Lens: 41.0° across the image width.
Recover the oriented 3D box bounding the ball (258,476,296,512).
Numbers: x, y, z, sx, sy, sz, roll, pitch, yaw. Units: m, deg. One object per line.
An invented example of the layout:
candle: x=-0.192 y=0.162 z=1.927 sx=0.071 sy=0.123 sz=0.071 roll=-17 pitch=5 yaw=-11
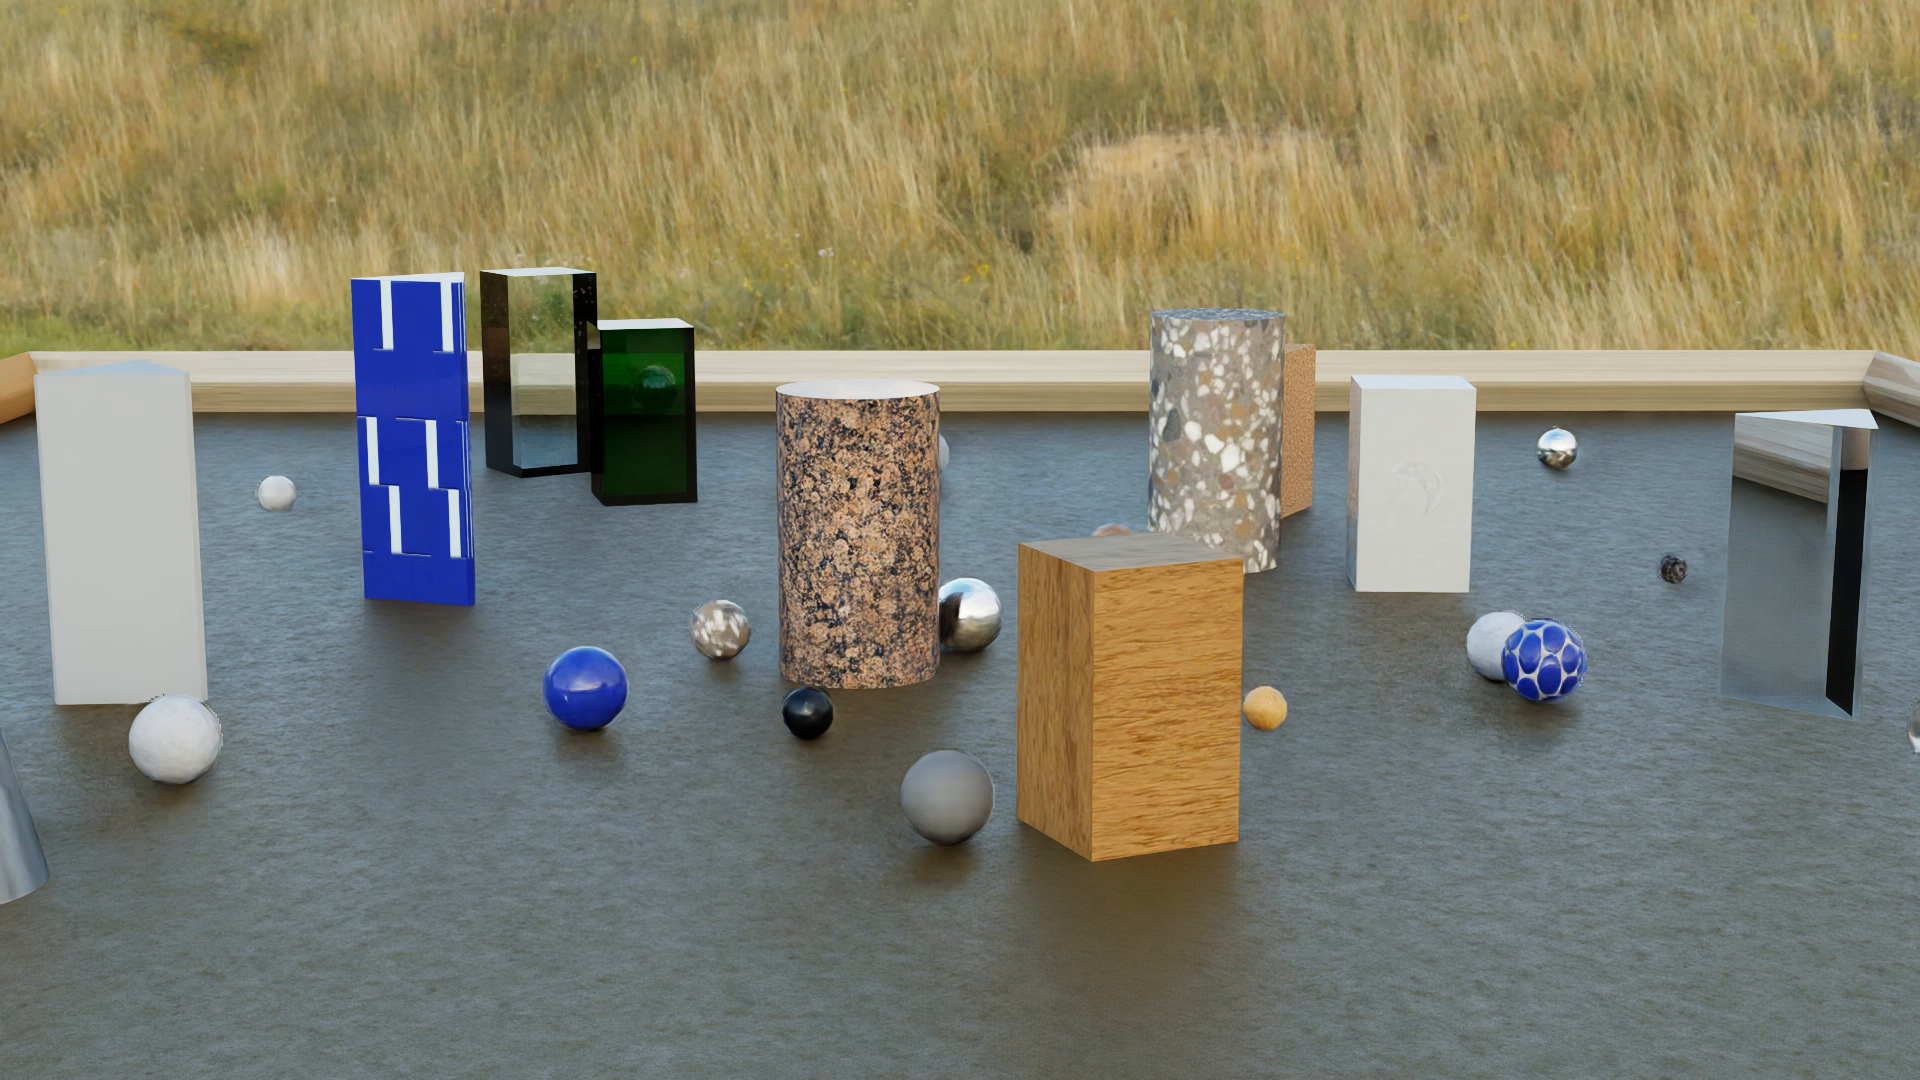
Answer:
ball: x=-1.123 y=-0.076 z=4.220 sx=0.062 sy=0.062 sz=0.062 roll=0 pitch=11 yaw=0

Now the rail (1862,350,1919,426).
rail: x=1.937 y=0.031 z=3.460 sx=0.045 sy=0.127 sz=4.065 roll=0 pitch=11 yaw=0

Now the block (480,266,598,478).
block: x=-0.760 y=-0.306 z=4.647 sx=0.157 sy=0.359 sz=0.157 roll=-7 pitch=13 yaw=-33

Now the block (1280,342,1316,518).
block: x=0.484 y=-0.185 z=4.238 sx=0.157 sy=0.270 sz=0.157 roll=5 pitch=12 yaw=27

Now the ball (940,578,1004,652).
ball: x=0.008 y=0.094 z=3.215 sx=0.094 sy=0.094 sz=0.094 roll=0 pitch=11 yaw=0

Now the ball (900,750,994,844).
ball: x=-0.013 y=0.243 z=2.427 sx=0.088 sy=0.088 sz=0.088 roll=0 pitch=11 yaw=0

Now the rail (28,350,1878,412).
rail: x=-0.012 y=-0.333 z=5.424 sx=3.922 sy=0.127 sz=0.045 roll=0 pitch=11 yaw=0

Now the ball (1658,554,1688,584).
ball: x=1.013 y=0.041 z=3.647 sx=0.042 sy=0.042 sz=0.042 roll=0 pitch=11 yaw=0

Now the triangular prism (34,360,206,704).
triangular prism: x=-0.965 y=-0.013 z=3.004 sx=0.170 sy=0.381 sz=0.147 roll=-1 pitch=11 yaw=-4

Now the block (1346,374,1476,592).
block: x=0.637 y=-0.082 z=3.640 sx=0.157 sy=0.286 sz=0.157 roll=1 pitch=11 yaw=3

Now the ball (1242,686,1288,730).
ball: x=0.338 y=0.186 z=2.841 sx=0.049 sy=0.049 sz=0.049 roll=0 pitch=11 yaw=0

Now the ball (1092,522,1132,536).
ball: x=0.223 y=0.010 z=3.736 sx=0.070 sy=0.070 sz=0.070 roll=0 pitch=11 yaw=0

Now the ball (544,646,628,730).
ball: x=-0.414 y=0.164 z=2.843 sx=0.093 sy=0.093 sz=0.093 roll=0 pitch=11 yaw=0

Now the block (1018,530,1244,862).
block: x=0.160 y=0.144 z=2.452 sx=0.157 sy=0.274 sz=0.157 roll=-5 pitch=12 yaw=-24

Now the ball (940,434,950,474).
ball: x=-0.068 y=-0.151 z=4.528 sx=0.098 sy=0.098 sz=0.098 roll=0 pitch=11 yaw=0

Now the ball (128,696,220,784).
ball: x=-0.804 y=0.205 z=2.627 sx=0.091 sy=0.091 sz=0.091 roll=0 pitch=11 yaw=0

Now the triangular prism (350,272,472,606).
triangular prism: x=-0.721 y=-0.145 z=3.555 sx=0.170 sy=0.440 sz=0.147 roll=4 pitch=11 yaw=19

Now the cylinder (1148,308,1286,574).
cylinder: x=0.376 y=-0.149 z=3.776 sx=0.196 sy=0.367 sz=0.196 roll=0 pitch=11 yaw=0

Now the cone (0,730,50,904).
cone: x=-0.923 y=0.108 z=2.272 sx=0.196 sy=0.411 sz=0.196 roll=0 pitch=11 yaw=0

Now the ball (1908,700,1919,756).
ball: x=1.037 y=0.197 z=2.679 sx=0.088 sy=0.088 sz=0.088 roll=0 pitch=11 yaw=0

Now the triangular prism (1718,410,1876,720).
triangular prism: x=1.000 y=0.020 z=2.963 sx=0.147 sy=0.331 sz=0.170 roll=-10 pitch=15 yaw=-44

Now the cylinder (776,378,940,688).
cylinder: x=-0.122 y=-0.011 z=3.097 sx=0.196 sy=0.345 sz=0.196 roll=0 pitch=11 yaw=0

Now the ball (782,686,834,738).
ball: x=-0.166 y=0.189 z=2.805 sx=0.057 sy=0.057 sz=0.057 roll=0 pitch=11 yaw=0

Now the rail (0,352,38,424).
rail: x=-1.937 y=0.035 z=3.438 sx=0.045 sy=0.127 sz=4.065 roll=0 pitch=11 yaw=0

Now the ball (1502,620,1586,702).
ball: x=0.675 y=0.140 z=2.969 sx=0.095 sy=0.095 sz=0.095 roll=0 pitch=11 yaw=0

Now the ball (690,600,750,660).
ball: x=-0.296 y=0.111 z=3.174 sx=0.075 sy=0.075 sz=0.075 roll=0 pitch=11 yaw=0

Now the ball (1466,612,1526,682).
ball: x=0.647 y=0.127 z=3.067 sx=0.083 sy=0.083 sz=0.083 roll=0 pitch=11 yaw=0

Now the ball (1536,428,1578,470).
ball: x=1.088 y=-0.165 z=4.672 sx=0.073 sy=0.073 sz=0.073 roll=0 pitch=11 yaw=0

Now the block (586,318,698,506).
block: x=-0.539 y=-0.219 z=4.350 sx=0.157 sy=0.296 sz=0.157 roll=-3 pitch=11 yaw=-16
